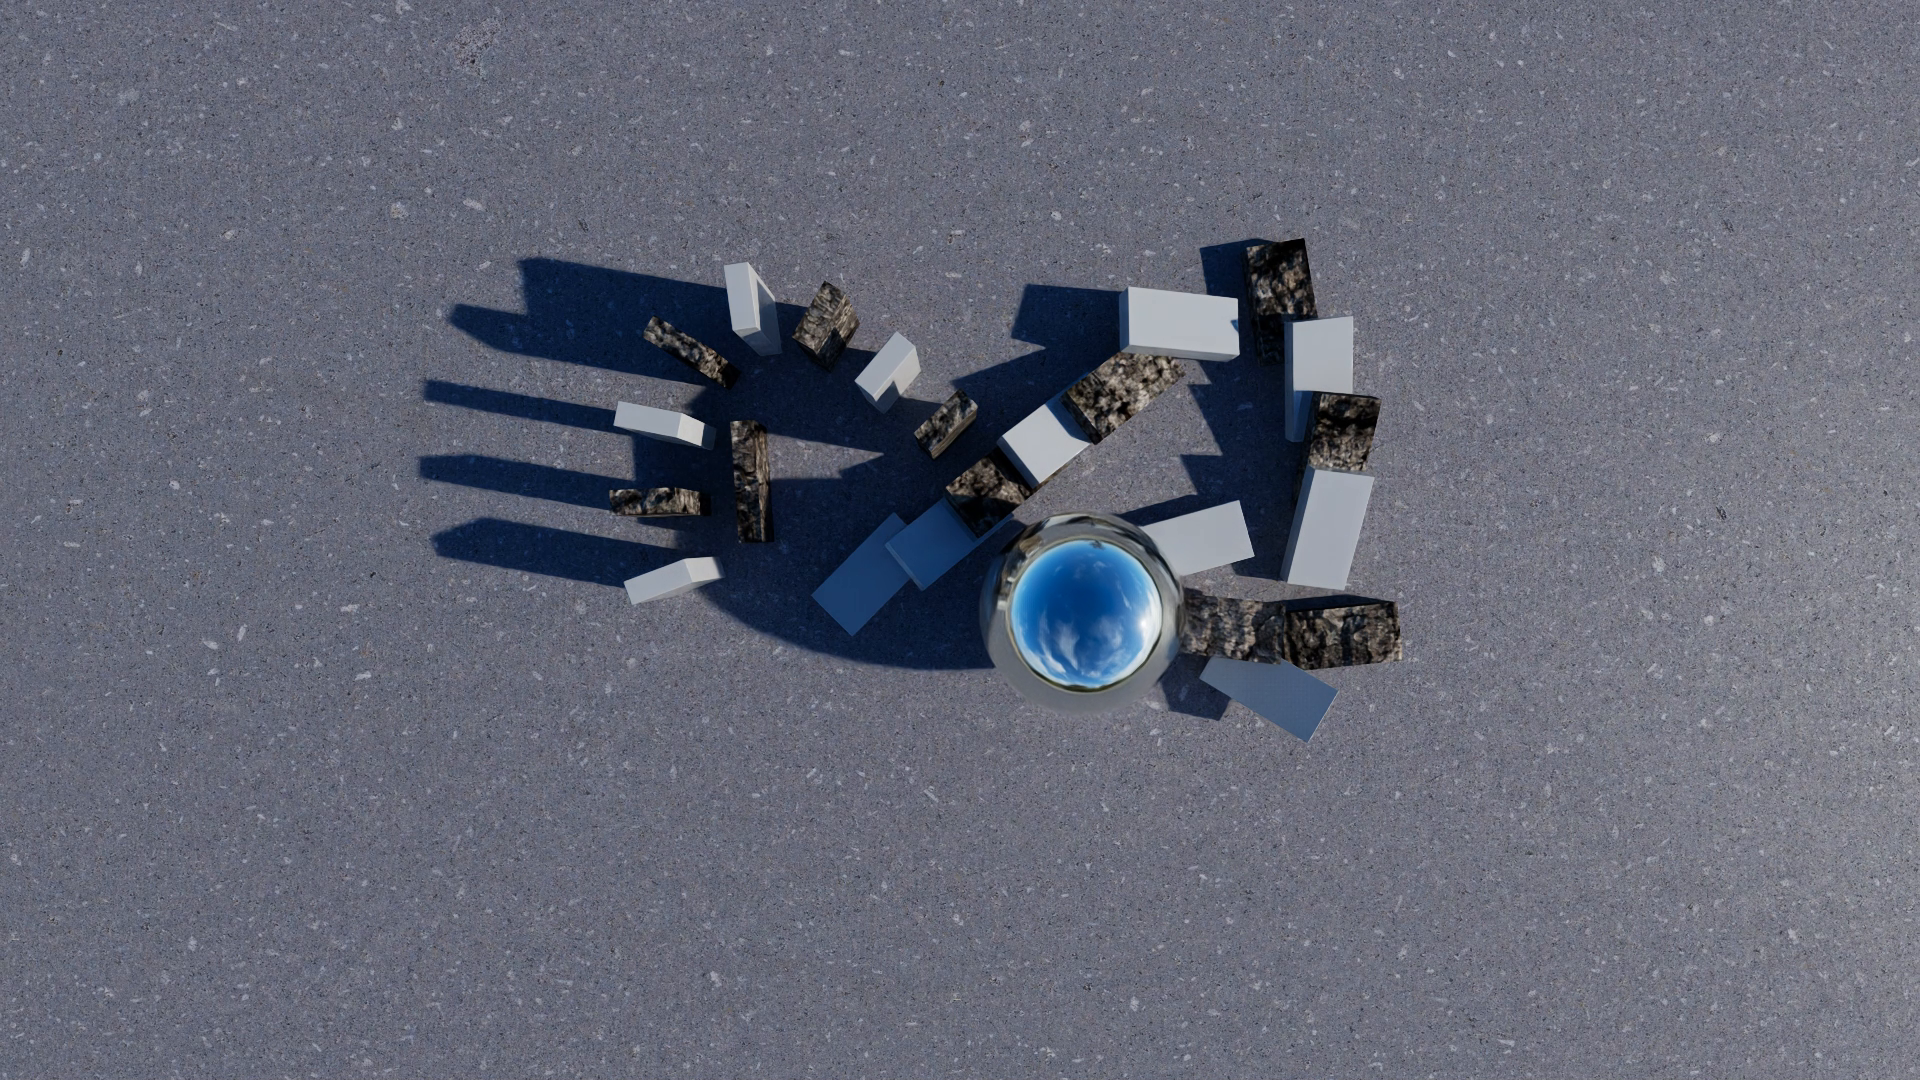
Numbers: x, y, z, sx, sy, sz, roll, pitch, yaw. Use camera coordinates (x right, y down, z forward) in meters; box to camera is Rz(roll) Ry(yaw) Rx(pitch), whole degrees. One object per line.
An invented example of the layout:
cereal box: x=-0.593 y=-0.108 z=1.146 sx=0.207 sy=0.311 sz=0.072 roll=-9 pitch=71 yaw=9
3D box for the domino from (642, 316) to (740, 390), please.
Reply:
domino: x=-0.109 y=-0.076 z=0.375 sx=0.025 sy=0.050 sz=0.010 roll=30 pitch=90 yaw=0

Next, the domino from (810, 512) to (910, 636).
domino: x=-0.037 y=0.015 z=0.395 sx=0.025 sy=0.010 sz=0.050 roll=45 pitch=90 yaw=0

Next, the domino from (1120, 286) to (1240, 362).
domino: x=0.093 y=-0.091 z=0.388 sx=0.050 sy=0.009 sz=0.025 roll=2 pitch=82 yaw=-13

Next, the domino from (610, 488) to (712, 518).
domino: x=-0.121 y=-0.015 z=0.375 sx=0.025 sy=0.050 sz=0.009 roll=-3 pitch=90 yaw=0

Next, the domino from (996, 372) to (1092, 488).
domino: x=0.043 y=-0.047 z=0.388 sx=0.050 sy=0.009 sz=0.025 roll=-38 pitch=90 yaw=-18

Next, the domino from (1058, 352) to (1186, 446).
domino: x=0.069 y=-0.065 z=0.388 sx=0.050 sy=0.010 sz=0.025 roll=-38 pitch=90 yaw=-17

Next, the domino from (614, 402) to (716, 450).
domino: x=-0.119 y=-0.046 z=0.375 sx=0.025 sy=0.050 sz=0.010 roll=11 pitch=90 yaw=0

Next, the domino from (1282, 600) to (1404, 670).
domino: x=0.163 y=0.041 z=0.395 sx=0.050 sy=0.010 sz=0.025 roll=-6 pitch=90 yaw=0

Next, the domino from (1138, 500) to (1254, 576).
domino: x=0.098 y=0.002 z=0.395 sx=0.050 sy=0.010 sz=0.025 roll=-15 pitch=90 yaw=0

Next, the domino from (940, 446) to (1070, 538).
domino: x=0.019 y=-0.026 z=0.388 sx=0.050 sy=0.010 sz=0.025 roll=-39 pitch=90 yaw=-17

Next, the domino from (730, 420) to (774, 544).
domino: x=-0.088 y=-0.024 z=0.388 sx=0.010 sy=0.025 sz=0.050 roll=-4 pitch=90 yaw=0

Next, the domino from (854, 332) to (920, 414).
domino: x=-0.029 y=-0.067 z=0.375 sx=0.009 sy=0.050 sz=0.025 roll=40 pitch=90 yaw=0

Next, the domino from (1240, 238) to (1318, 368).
domino: x=0.139 y=-0.102 z=0.395 sx=0.025 sy=0.010 sz=0.050 roll=-10 pitch=90 yaw=0

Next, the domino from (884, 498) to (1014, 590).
domino: x=-0.004 y=-0.004 z=0.389 sx=0.050 sy=0.009 sz=0.025 roll=-39 pitch=90 yaw=-16

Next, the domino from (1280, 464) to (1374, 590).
domino: x=0.155 y=-0.005 z=0.388 sx=0.025 sy=0.009 sz=0.050 roll=7 pitch=107 yaw=-2

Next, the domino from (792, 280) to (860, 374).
domino: x=-0.054 y=-0.086 z=0.375 sx=0.009 sy=0.050 sz=0.025 roll=30 pitch=90 yaw=0

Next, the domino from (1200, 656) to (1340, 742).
domino: x=0.130 y=0.061 z=0.387 sx=0.050 sy=0.010 sz=0.025 roll=31 pitch=92 yaw=19

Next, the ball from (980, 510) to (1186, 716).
ball: x=0.048 y=0.028 z=0.360 sx=0.080 sy=0.080 sz=0.080 roll=0 pitch=90 yaw=0

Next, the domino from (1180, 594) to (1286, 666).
domino: x=0.110 y=0.037 z=0.387 sx=0.050 sy=0.009 sz=0.025 roll=5 pitch=84 yaw=18

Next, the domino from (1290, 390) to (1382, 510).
domino: x=0.159 y=-0.036 z=0.388 sx=0.025 sy=0.009 sz=0.050 roll=5 pitch=107 yaw=-1

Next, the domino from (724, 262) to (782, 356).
domino: x=-0.084 y=-0.093 z=0.375 sx=0.010 sy=0.050 sz=0.025 roll=-8 pitch=90 yaw=0

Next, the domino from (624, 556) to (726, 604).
domino: x=-0.115 y=0.016 z=0.375 sx=0.025 sy=0.050 sz=0.010 roll=-20 pitch=90 yaw=0

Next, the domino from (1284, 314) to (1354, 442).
domino: x=0.152 y=-0.068 z=0.388 sx=0.025 sy=0.010 sz=0.050 roll=-6 pitch=106 yaw=0

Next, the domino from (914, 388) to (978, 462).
domino: x=-0.006 y=-0.046 z=0.375 sx=0.025 sy=0.050 sz=0.009 roll=-44 pitch=90 yaw=0
